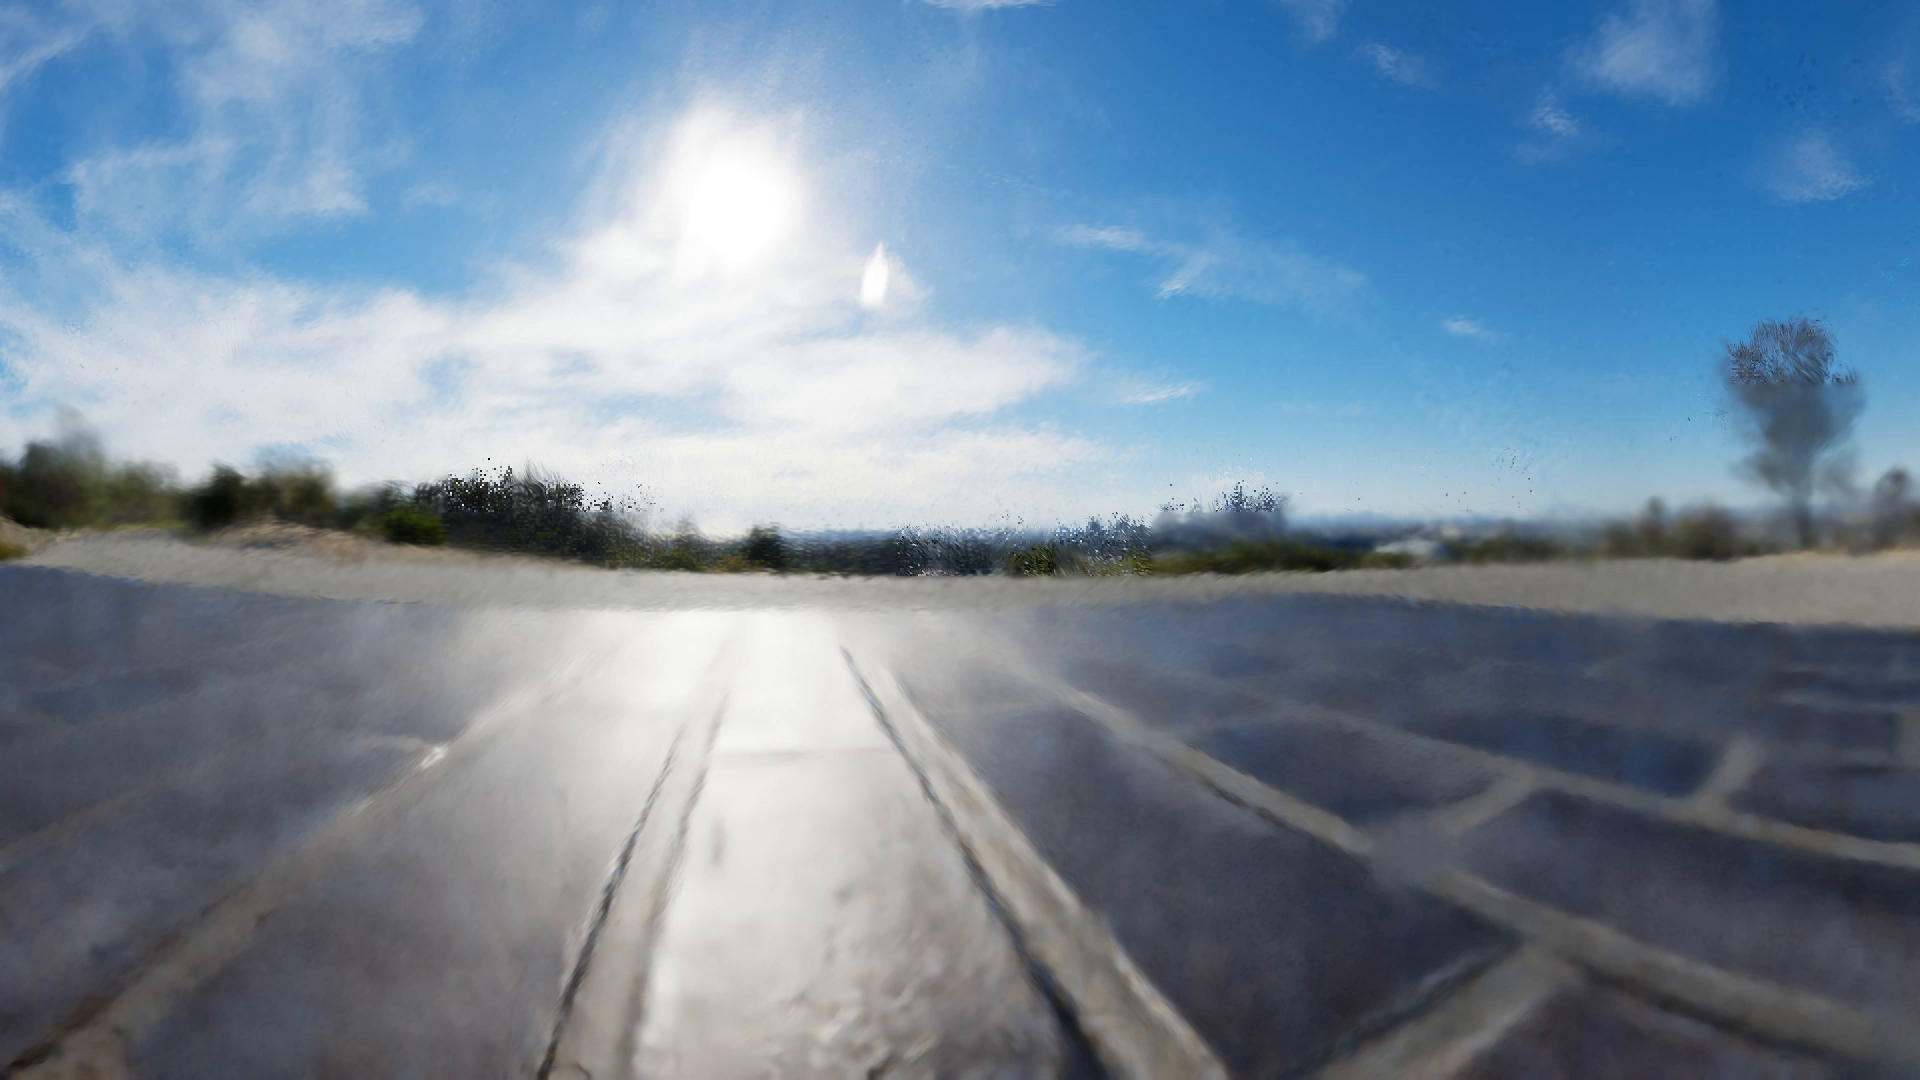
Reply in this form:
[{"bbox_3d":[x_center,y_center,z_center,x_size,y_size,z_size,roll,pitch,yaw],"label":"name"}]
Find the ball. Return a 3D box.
[{"bbox_3d":[0.000,-0.002,0.056,0.080,0.080,0.080,0,4,0],"label":"ball"}]
